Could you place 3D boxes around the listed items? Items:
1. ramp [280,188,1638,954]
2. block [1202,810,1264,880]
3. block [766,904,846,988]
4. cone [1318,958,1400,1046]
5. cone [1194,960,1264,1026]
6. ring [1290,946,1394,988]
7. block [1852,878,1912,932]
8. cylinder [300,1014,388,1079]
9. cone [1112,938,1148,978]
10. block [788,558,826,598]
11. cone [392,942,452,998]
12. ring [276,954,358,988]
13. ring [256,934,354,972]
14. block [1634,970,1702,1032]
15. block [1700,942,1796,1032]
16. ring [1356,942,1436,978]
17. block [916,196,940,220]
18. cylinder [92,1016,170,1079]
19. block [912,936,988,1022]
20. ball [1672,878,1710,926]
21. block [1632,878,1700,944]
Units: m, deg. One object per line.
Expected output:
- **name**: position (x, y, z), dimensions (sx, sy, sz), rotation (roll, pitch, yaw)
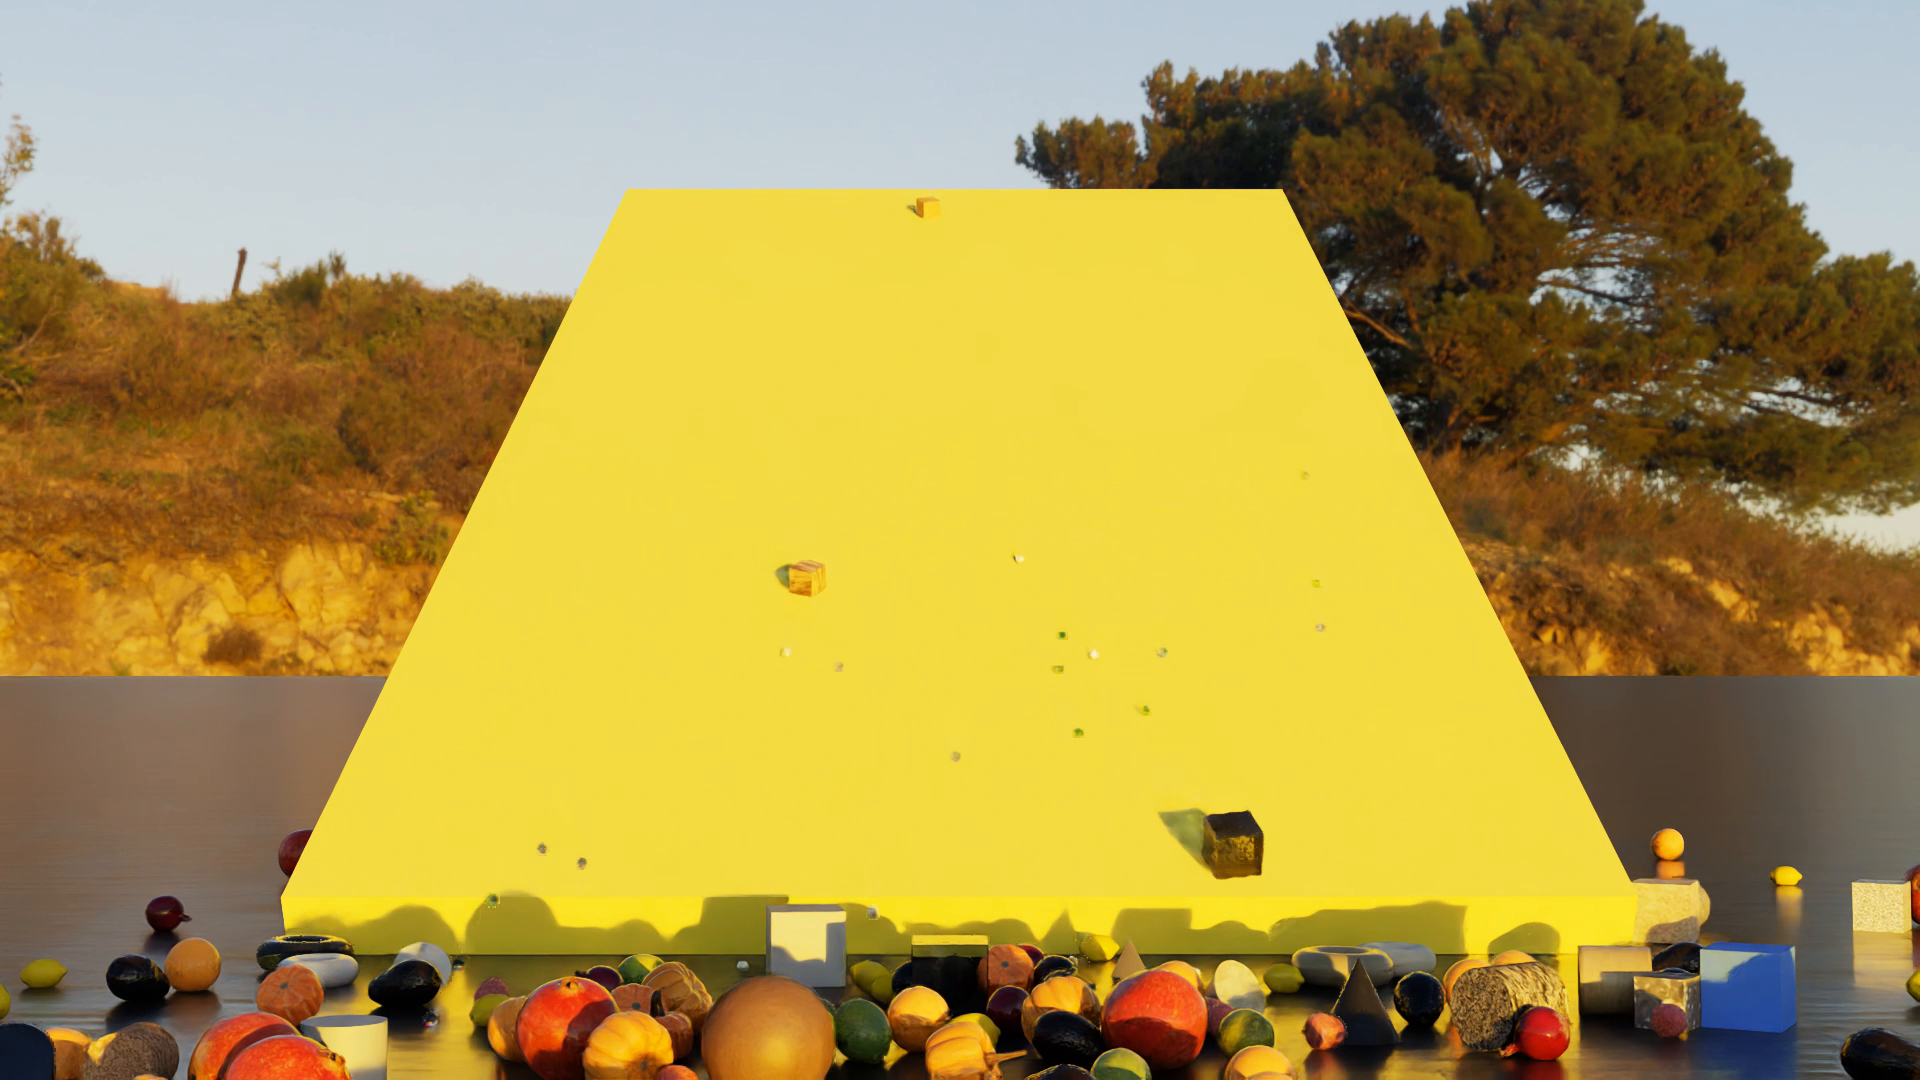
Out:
- **ramp**: position (-0.008, -0.227, 5.271), dimensions (2.000, 0.100, 4.000), rotation (0, 24, 0)
- **block**: position (0.410, 0.459, 3.486), dimensions (0.071, 0.071, 0.071), rotation (-5, 24, -11)
- **block**: position (-0.210, 0.551, 3.152), dimensions (0.100, 0.100, 0.100), rotation (1, -3, -9)
- **cone**: position (0.459, 0.527, 2.669), dimensions (0.094, 0.094, 0.094), rotation (0, -3, 0)
- **cone**: position (0.311, 0.563, 2.810), dimensions (0.082, 0.082, 0.082), rotation (3, -31, -43)
- **ring**: position (0.516, 0.577, 3.130), dimensions (0.140, 0.047, 0.140), rotation (1, -3, 0)
- **block**: position (1.507, 0.598, 3.791), dimensions (0.077, 0.077, 0.077), rotation (-2, -4, 31)
- **cylinder**: position (-0.600, 0.509, 2.257), dimensions (0.082, 0.082, 0.082), rotation (0, -3, 0)
- **cone**: position (0.236, 0.577, 3.214), dimensions (0.054, 0.054, 0.054), rotation (0, -3, 0)
- **block**: position (-0.288, 0.072, 4.394), dimensions (0.051, 0.051, 0.051), rotation (13, 26, 26)
- **cone**: position (-0.708, 0.578, 3.055), dimensions (0.075, 0.075, 0.075), rotation (1, -30, -12)
- **ring**: position (-0.867, 0.581, 3.129), dimensions (0.109, 0.036, 0.109), rotation (0, -2, 0)
- **ring**: position (-0.926, 0.586, 3.281), dimensions (0.133, 0.044, 0.133), rotation (1, -3, 0)
- **block**: position (0.843, 0.548, 2.759), dimensions (0.060, 0.060, 0.060), rotation (-2, -4, 37)
- **block**: position (0.943, 0.534, 2.775), dimensions (0.091, 0.091, 0.091), rotation (-2, -4, 30)
- **ring**: position (0.606, 0.587, 3.243), dimensions (0.117, 0.039, 0.117), rotation (1, -2, 0)
- **block**: position (-0.093, -0.971, 6.788), dimensions (0.052, 0.052, 0.052), rotation (-10, 26, -23)
- **cylinder**: position (-0.818, 0.517, 2.290), dimensions (0.071, 0.071, 0.071), rotation (1, -31, -18)
- **block**: position (-0.013, 0.537, 2.849), dimensions (0.092, 0.092, 0.092), rotation (0, -3, 0)
- **ball**: position (1.168, 0.591, 3.754), dimensions (0.087, 0.087, 0.087), rotation (0, -3, 0)
- **block**: position (1.107, 0.582, 3.643), dimensions (0.091, 0.091, 0.091), rotation (-2, -4, 26)
